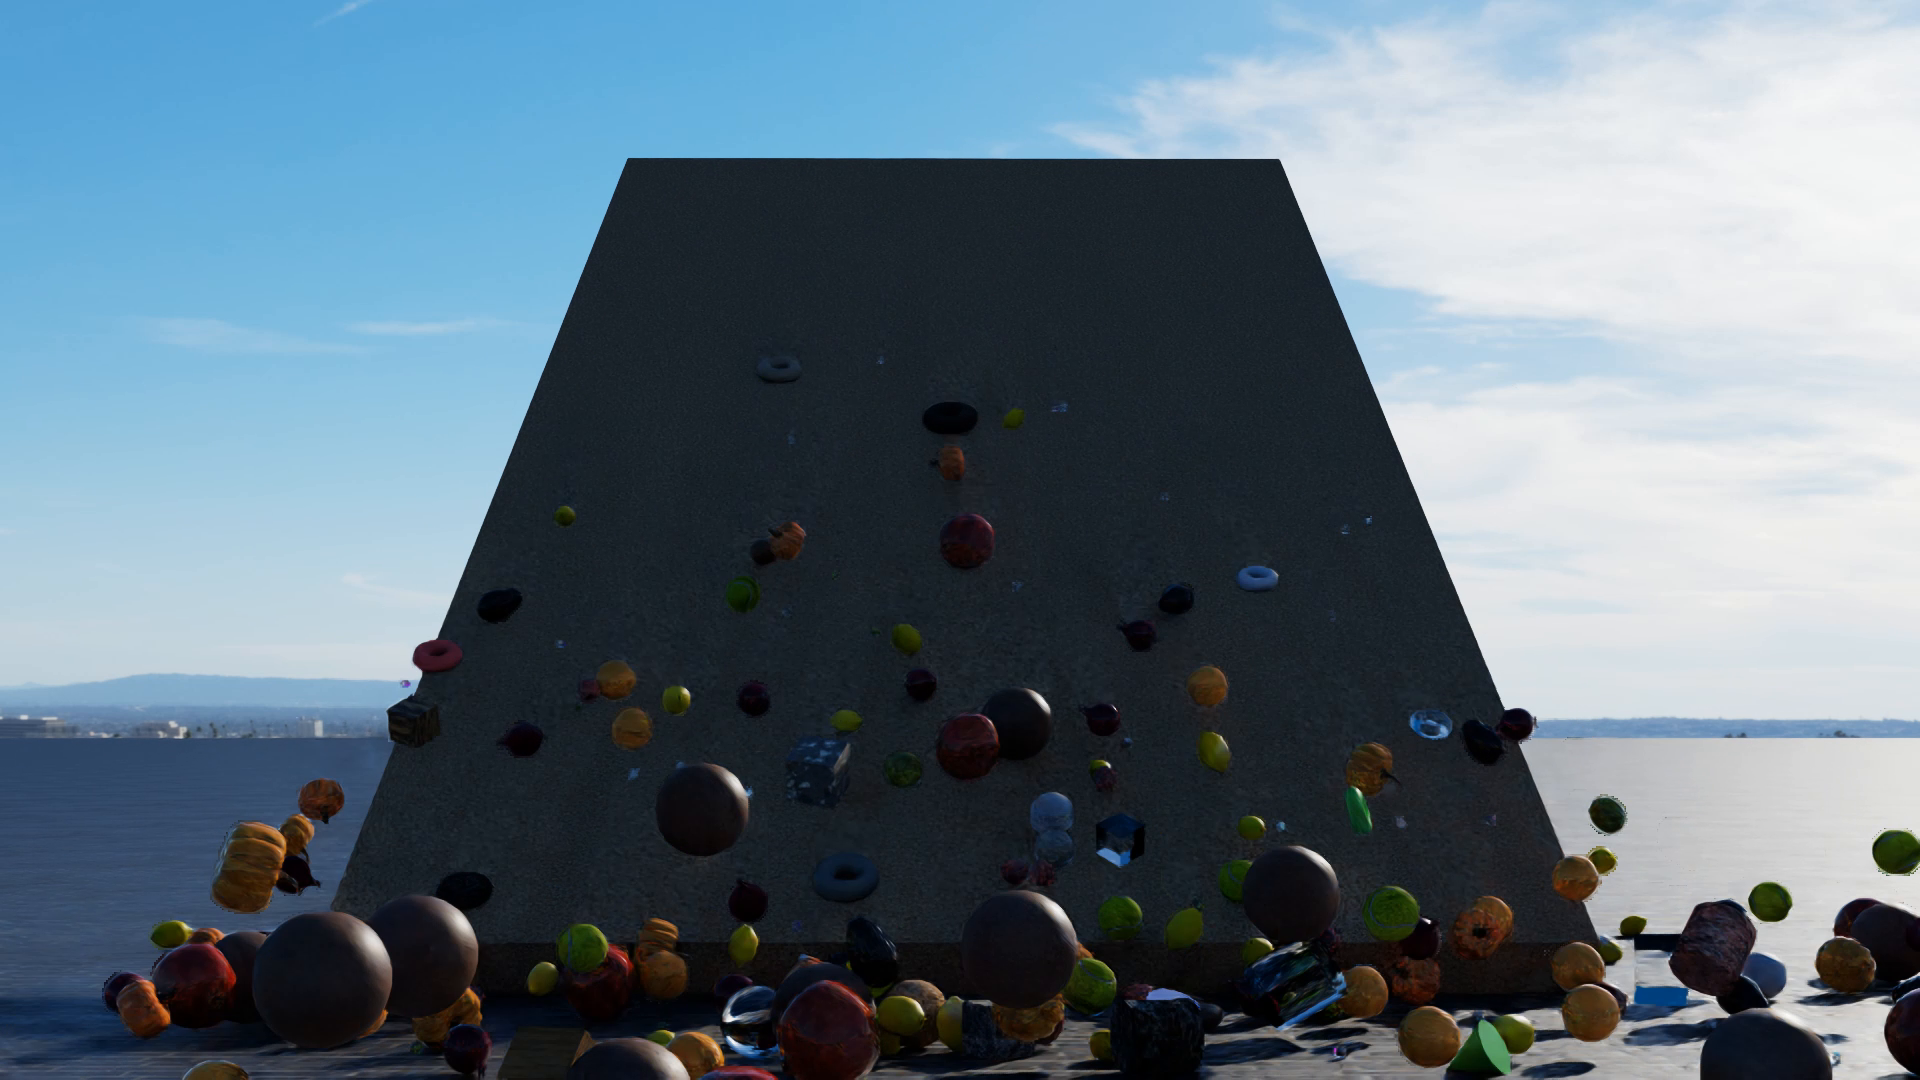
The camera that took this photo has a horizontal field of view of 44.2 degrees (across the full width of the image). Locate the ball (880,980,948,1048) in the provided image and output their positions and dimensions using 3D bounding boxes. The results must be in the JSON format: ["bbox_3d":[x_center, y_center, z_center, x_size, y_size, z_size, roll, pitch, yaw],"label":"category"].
[{"bbox_3d":[-0.059,0.620,3.097,0.089,0.089,0.089,0,-5,0],"label":"ball"}]

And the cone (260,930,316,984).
[{"bbox_3d":[-1.110,0.664,3.862,0.087,0.087,0.087,40,-7,-2],"label":"cone"}]

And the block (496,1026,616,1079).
[{"bbox_3d":[-0.414,0.554,2.415,0.080,0.080,0.080,-2,-45,22],"label":"block"}]

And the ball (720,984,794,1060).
[{"bbox_3d":[-0.257,0.611,3.000,0.093,0.093,0.093,0,-5,0],"label":"ball"}]

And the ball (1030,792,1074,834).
[{"bbox_3d":[0.153,0.457,3.943,0.075,0.075,0.075,0,-5,0],"label":"ball"}]

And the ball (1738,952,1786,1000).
[{"bbox_3d":[1.243,0.675,3.670,0.073,0.073,0.073,0,-5,0],"label":"ball"}]

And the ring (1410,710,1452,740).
[{"bbox_3d":[0.847,0.331,4.253,0.078,0.026,0.078,3,29,-2],"label":"ring"}]

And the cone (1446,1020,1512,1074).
[{"bbox_3d":[0.623,0.632,2.888,0.070,0.070,0.070,-33,-21,26],"label":"cone"}]

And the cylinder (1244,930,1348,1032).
[{"bbox_3d":[0.455,0.598,3.207,0.100,0.100,0.100,-34,-15,15],"label":"cylinder"}]

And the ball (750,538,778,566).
[{"bbox_3d":[-0.399,0.024,4.823,0.055,0.055,0.055,0,-5,0],"label":"ball"}]

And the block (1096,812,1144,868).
[{"bbox_3d":[0.263,0.492,3.894,0.056,0.056,0.056,-22,34,-36],"label":"block"}]

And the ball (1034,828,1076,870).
[{"bbox_3d":[0.154,0.504,3.859,0.067,0.067,0.067,0,-5,0],"label":"ball"}]

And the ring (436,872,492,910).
[{"bbox_3d":[-0.793,0.560,3.784,0.087,0.029,0.087,1,26,0],"label":"ring"}]

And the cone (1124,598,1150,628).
[{"bbox_3d":[0.338,0.142,4.626,0.056,0.056,0.056,1,-1,-11],"label":"cone"}]

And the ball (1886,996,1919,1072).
[{"bbox_3d":[1.174,0.600,2.871,0.093,0.093,0.093,0,-5,0],"label":"ball"}]

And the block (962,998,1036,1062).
[{"bbox_3d":[0.049,0.625,3.024,0.067,0.067,0.067,4,-4,-40],"label":"block"}]

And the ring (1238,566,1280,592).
[{"bbox_3d":[0.599,0.078,4.751,0.084,0.028,0.084,1,26,0],"label":"ring"}]

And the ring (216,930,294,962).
[{"bbox_3d":[-1.281,0.741,4.313,0.141,0.047,0.141,0,-3,0],"label":"ring"}]

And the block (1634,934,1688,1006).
[{"bbox_3d":[1.061,0.651,3.587,0.075,0.075,0.075,-1,-47,14],"label":"block"}]

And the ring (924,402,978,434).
[{"bbox_3d":[-0.020,-0.281,5.445,0.125,0.042,0.125,-1,26,1],"label":"ring"}]

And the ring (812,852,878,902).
[{"bbox_3d":[-0.184,0.543,3.813,0.106,0.035,0.106,0,31,0],"label":"ring"}]

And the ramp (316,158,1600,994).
[{"bbox_3d":[-0.010,-0.227,5.496,2.000,0.100,4.000,0,27,0],"label":"ramp"}]

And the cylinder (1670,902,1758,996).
[{"bbox_3d":[1.089,0.591,3.423,0.095,0.095,0.095,-5,37,46],"label":"cylinder"}]

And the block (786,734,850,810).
[{"bbox_3d":[-0.242,0.396,4.049,0.086,0.086,0.086,7,28,14],"label":"block"}]

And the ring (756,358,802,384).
[{"bbox_3d":[-0.437,-0.409,5.704,0.107,0.036,0.107,3,28,-2],"label":"ring"}]

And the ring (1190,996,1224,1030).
[{"bbox_3d":[0.312,0.664,3.319,0.115,0.038,0.115,0,-3,0],"label":"ring"}]

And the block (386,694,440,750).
[{"bbox_3d":[-0.972,0.324,4.214,0.062,0.062,0.062,16,31,29],"label":"block"}]

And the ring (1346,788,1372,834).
[{"bbox_3d":[0.632,0.430,3.758,0.026,0.077,0.077,-18,-9,14],"label":"ring"}]

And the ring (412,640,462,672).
[{"bbox_3d":[-0.986,0.218,4.460,0.093,0.031,0.093,0,28,0],"label":"ring"}]

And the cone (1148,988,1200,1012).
[{"bbox_3d":[0.267,0.628,3.048,0.071,0.071,0.071,12,20,-4],"label":"cone"}]
